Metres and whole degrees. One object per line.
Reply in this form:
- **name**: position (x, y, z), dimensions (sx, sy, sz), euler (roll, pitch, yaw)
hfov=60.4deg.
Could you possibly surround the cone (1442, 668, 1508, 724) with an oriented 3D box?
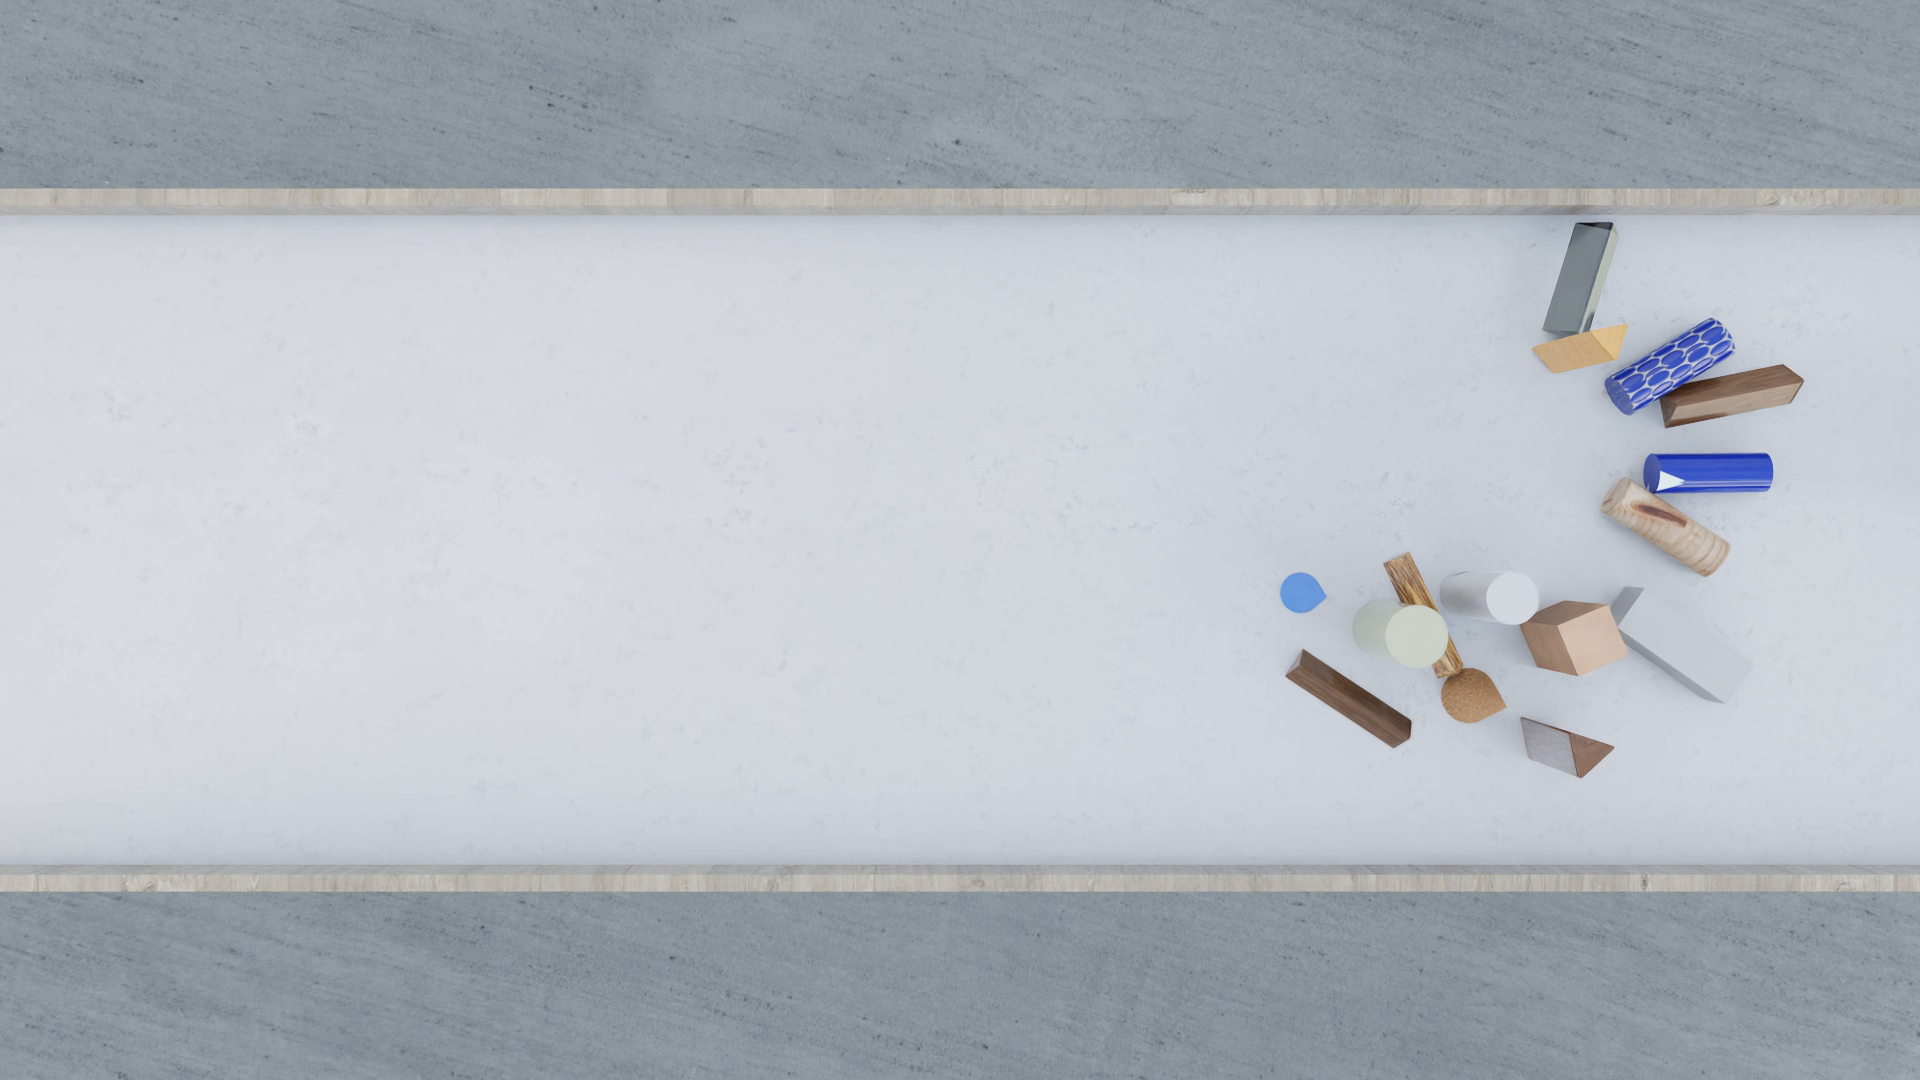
- **cone**: position (1.567, 0.479, 4.898), dimensions (0.170, 0.356, 0.170), euler (0, 90, 0)

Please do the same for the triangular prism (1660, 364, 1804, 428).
- **triangular prism**: position (2.351, -0.442, 5.021), dimensions (0.392, 0.106, 0.122), euler (-11, 90, 0)

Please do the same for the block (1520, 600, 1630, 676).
- **block**: position (1.818, 0.289, 4.907), dimensions (0.158, 0.340, 0.158), euler (-23, 90, 0)

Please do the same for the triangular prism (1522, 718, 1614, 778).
- **triangular prism**: position (1.764, 0.588, 4.870), dimensions (0.132, 0.413, 0.114), euler (-42, 90, 0)

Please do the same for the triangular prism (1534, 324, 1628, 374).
- **triangular prism**: position (1.844, -0.581, 4.874), dimensions (0.094, 0.401, 0.108), euler (-42, 93, -3)

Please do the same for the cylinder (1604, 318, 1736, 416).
- **cylinder**: position (2.155, -0.526, 5.009), dimensions (0.356, 0.134, 0.134), euler (-31, 90, 0)

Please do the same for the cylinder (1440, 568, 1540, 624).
- **cylinder**: position (1.550, 0.163, 4.850), dimensions (0.149, 0.452, 0.149), euler (0, 90, 0)

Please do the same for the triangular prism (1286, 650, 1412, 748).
- **triangular prism**: position (1.194, 0.488, 5.031), dimensions (0.402, 0.087, 0.100), euler (34, 90, 0)

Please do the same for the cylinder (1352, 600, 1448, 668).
- **cylinder**: position (1.297, 0.274, 4.878), dimensions (0.179, 0.397, 0.179), euler (0, 90, 0)

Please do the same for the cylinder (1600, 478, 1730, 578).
- **cylinder**: position (2.143, -0.039, 5.013), dimensions (0.366, 0.128, 0.128), euler (33, 90, 0)

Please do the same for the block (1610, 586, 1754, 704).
- **block**: position (2.170, 0.318, 5.004), dimensions (0.401, 0.145, 0.145), euler (35, 90, 0)

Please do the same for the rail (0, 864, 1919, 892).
- **rail**: position (-2.247, 1.025, 5.001), dimensions (12.000, 0.150, 0.050), euler (0, 90, 0)

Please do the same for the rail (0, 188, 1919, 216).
- **rail**: position (-2.247, -1.025, 5.002), dimensions (12.000, 0.150, 0.050), euler (0, 90, 0)

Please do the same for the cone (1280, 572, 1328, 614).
- **cone**: position (1.049, 0.163, 4.891), dimensions (0.126, 0.370, 0.126), euler (0, 90, 0)

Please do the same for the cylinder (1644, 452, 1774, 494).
- **cylinder**: position (2.274, -0.204, 5.015), dimensions (0.340, 0.123, 0.123), euler (-1, 90, 0)
